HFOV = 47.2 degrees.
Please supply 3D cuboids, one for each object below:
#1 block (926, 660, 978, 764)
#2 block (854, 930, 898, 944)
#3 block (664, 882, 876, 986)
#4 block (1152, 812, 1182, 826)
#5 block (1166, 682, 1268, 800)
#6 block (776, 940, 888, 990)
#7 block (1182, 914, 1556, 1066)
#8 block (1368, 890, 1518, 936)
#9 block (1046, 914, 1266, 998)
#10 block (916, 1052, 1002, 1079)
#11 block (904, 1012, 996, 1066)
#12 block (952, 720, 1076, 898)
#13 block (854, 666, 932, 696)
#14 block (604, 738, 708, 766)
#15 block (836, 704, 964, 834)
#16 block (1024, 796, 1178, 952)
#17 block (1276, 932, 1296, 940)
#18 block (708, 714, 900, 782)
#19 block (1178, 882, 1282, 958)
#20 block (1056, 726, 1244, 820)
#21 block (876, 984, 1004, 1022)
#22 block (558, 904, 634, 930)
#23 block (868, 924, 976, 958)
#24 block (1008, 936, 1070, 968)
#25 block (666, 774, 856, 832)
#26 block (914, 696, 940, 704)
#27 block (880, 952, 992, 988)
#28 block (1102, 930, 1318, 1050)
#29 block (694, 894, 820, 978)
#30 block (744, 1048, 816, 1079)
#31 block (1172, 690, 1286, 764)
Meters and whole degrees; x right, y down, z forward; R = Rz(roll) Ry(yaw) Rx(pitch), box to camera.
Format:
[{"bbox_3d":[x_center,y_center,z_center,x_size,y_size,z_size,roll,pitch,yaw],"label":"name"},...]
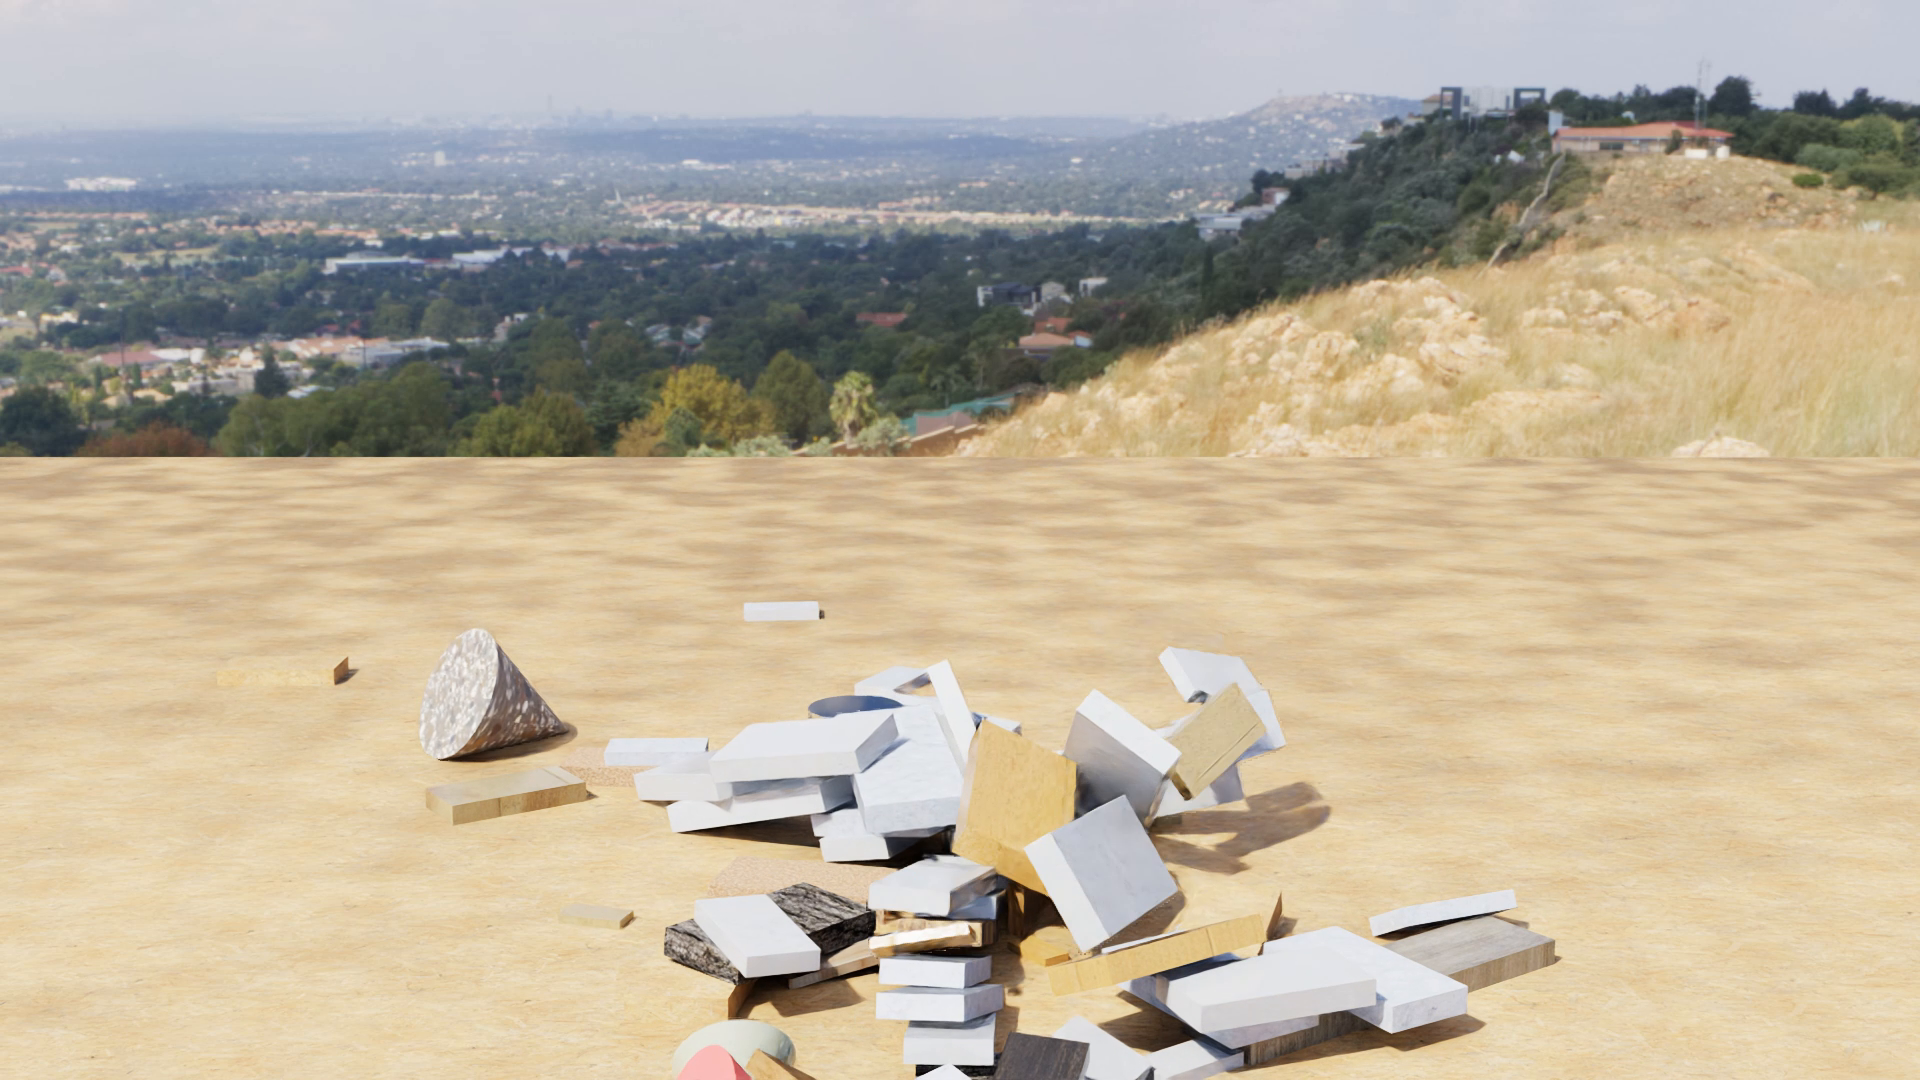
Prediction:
[{"bbox_3d":[0.021,0.376,4.022,0.042,0.148,0.296,-23,49,-1],"label":"block"},{"bbox_3d":[-0.120,0.631,3.405,0.115,0.016,0.058,-7,13,-33],"label":"block"},{"bbox_3d":[-0.283,0.591,3.319,0.152,0.043,0.303,13,14,37],"label":"block"},{"bbox_3d":[0.317,0.482,4.146,0.133,0.038,0.266,-2,11,-10],"label":"block"},{"bbox_3d":[0.430,0.344,3.775,0.206,0.103,0.029,-38,7,-32],"label":"block"},{"bbox_3d":[-0.189,0.637,3.314,0.172,0.016,0.058,-12,16,-24],"label":"block"},{"bbox_3d":[0.611,0.652,3.226,0.633,0.039,0.139,-8,13,-35],"label":"block"},{"bbox_3d":[0.763,0.589,3.472,0.207,0.029,0.104,-5,-17,-23],"label":"block"},{"bbox_3d":[0.274,0.574,3.044,0.278,0.039,0.139,-7,-12,-35],"label":"block"},{"bbox_3d":[0.000,0.727,2.843,0.117,0.033,0.234,0,11,-1],"label":"block"},{"bbox_3d":[-0.011,0.673,2.979,0.117,0.033,0.234,0,-3,2],"label":"block"},{"bbox_3d":[0.093,0.432,3.583,0.179,0.051,0.357,26,23,-6],"label":"block"},{"bbox_3d":[-0.150,0.326,5.016,0.097,0.027,0.194,5,12,26],"label":"block"},{"bbox_3d":[-0.595,0.416,4.324,0.194,0.027,0.097,0,11,-2],"label":"block"},{"bbox_3d":[-0.103,0.392,3.818,0.174,0.049,0.474,-5,15,-7],"label":"block"},{"bbox_3d":[0.227,0.519,3.459,0.051,0.179,0.357,-33,-9,21],"label":"block"},{"bbox_3d":[0.502,0.632,3.405,0.046,0.013,0.093,9,14,41],"label":"block"},{"bbox_3d":[-0.273,0.363,3.843,0.300,0.042,0.150,-7,18,28],"label":"block"},{"bbox_3d":[0.412,0.606,3.404,0.133,0.038,0.266,1,16,17],"label":"block"},{"bbox_3d":[0.331,0.424,3.946,0.330,0.148,0.042,-13,13,7],"label":"block"},{"bbox_3d":[-0.025,0.640,3.053,0.121,0.034,0.241,-1,-8,14],"label":"block"},{"bbox_3d":[-0.586,0.606,3.540,0.108,0.015,0.054,3,11,16],"label":"block"},{"bbox_3d":[-0.053,0.574,3.154,0.146,0.015,0.054,-10,-26,9],"label":"block"},{"bbox_3d":[0.121,0.634,3.394,0.046,0.013,0.093,-8,13,-36],"label":"block"},{"bbox_3d":[-0.338,0.463,3.967,0.348,0.049,0.174,-12,3,32],"label":"block"},{"bbox_3d":[-0.103,0.398,4.587,0.150,0.042,0.417,1,11,7],"label":"block"},{"bbox_3d":[-0.033,0.623,3.194,0.121,0.034,0.241,1,-8,10],"label":"block"},{"bbox_3d":[0.350,0.631,3.112,0.152,0.043,0.303,-6,12,-31],"label":"block"},{"bbox_3d":[-0.297,0.574,3.202,0.112,0.032,0.223,-1,12,-26],"label":"block"},{"bbox_3d":[-0.162,0.698,2.688,0.112,0.032,0.223,38,-11,-37],"label":"block"},{"bbox_3d":[0.472,0.338,3.849,0.206,0.103,0.029,-14,-9,-36],"label":"block"}]
